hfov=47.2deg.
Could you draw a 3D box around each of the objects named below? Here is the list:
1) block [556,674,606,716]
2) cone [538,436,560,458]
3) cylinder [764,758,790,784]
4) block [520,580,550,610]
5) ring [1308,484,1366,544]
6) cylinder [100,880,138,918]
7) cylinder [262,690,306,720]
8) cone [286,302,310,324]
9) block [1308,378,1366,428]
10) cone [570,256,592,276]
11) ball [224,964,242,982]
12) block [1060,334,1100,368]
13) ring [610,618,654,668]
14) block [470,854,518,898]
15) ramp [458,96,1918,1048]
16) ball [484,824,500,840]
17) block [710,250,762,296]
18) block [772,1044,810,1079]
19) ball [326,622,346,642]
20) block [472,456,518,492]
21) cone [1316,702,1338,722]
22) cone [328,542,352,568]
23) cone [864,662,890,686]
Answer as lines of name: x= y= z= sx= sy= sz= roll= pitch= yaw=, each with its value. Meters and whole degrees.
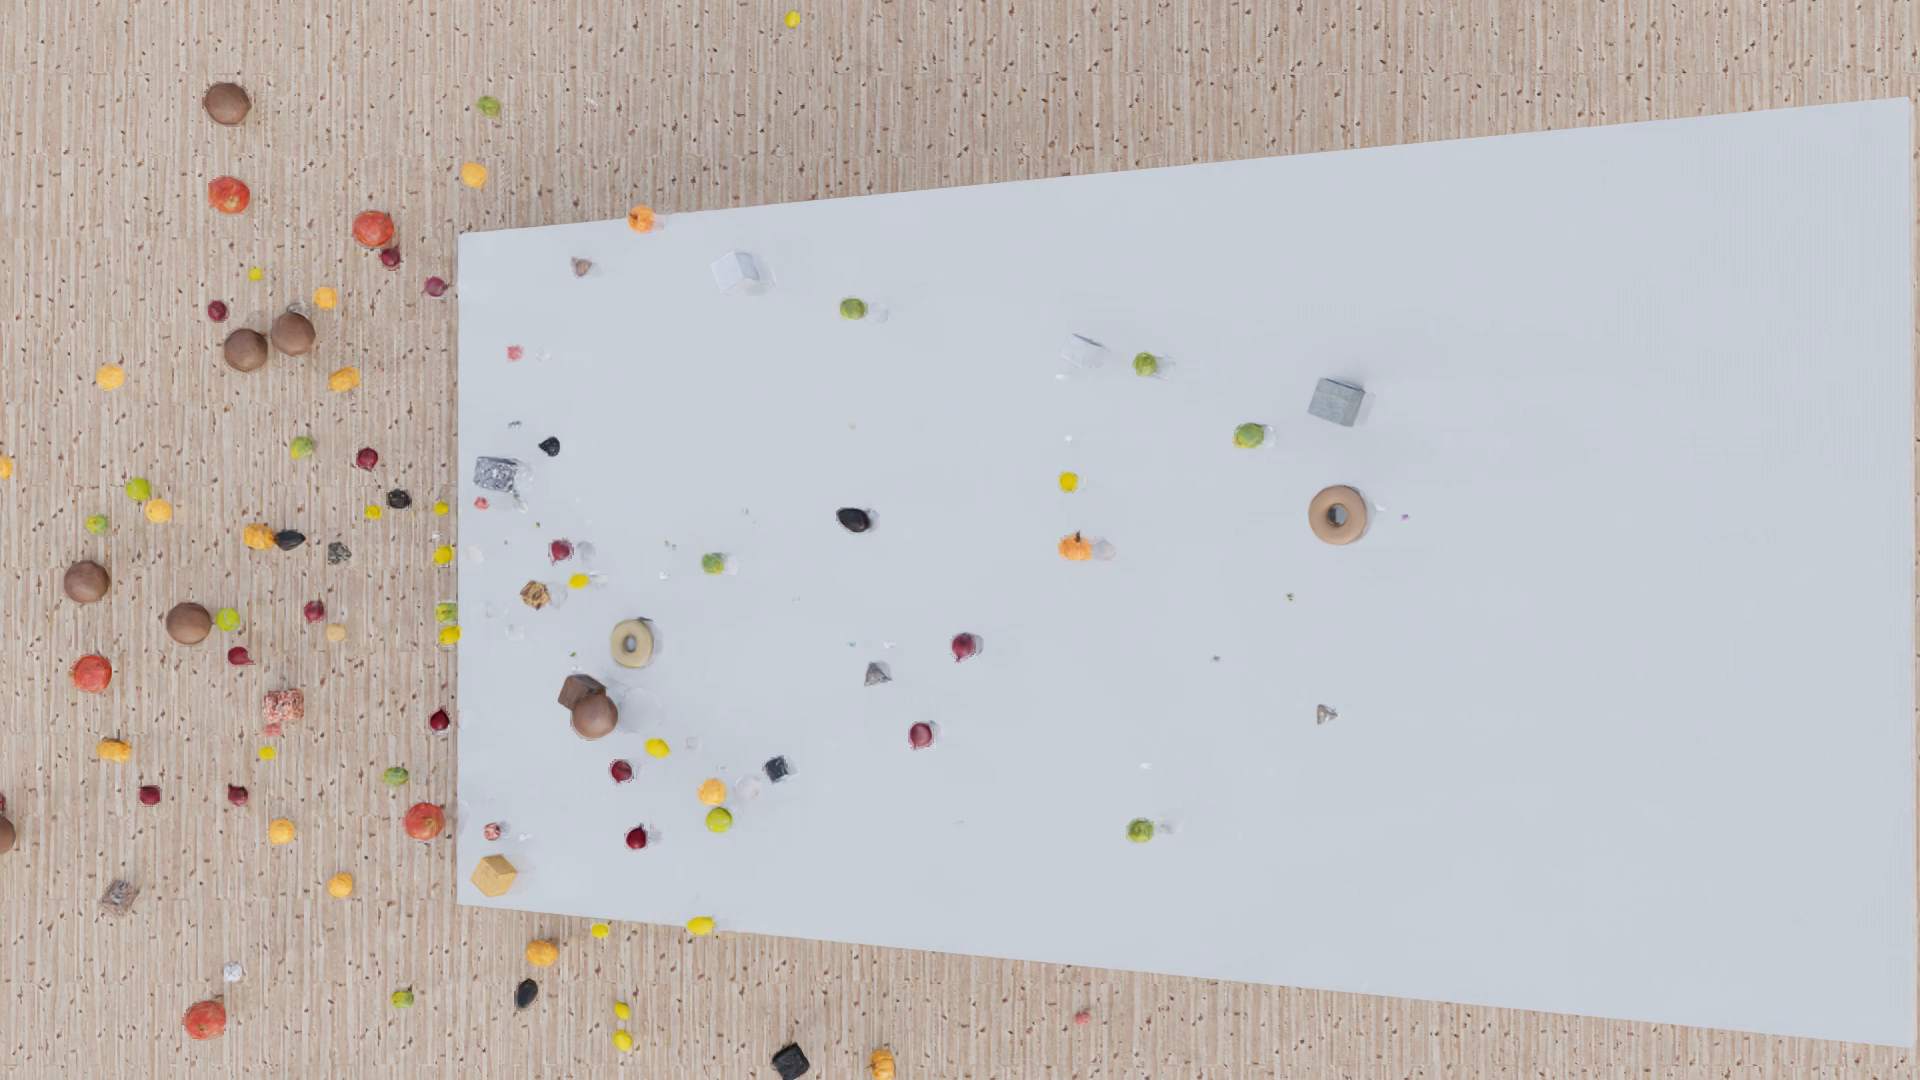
block: x=-1.079 y=0.441 z=6.280 sx=0.085 sy=0.085 sz=0.085 roll=30 pitch=104 yaw=26
cone: x=-1.203 y=-0.271 z=6.369 sx=0.062 sy=0.062 sz=0.062 roll=0 pitch=89 yaw=29
cylinder: x=-0.498 y=0.626 z=5.971 sx=0.053 sy=0.053 sz=0.053 roll=-26 pitch=74 yaw=0
block: x=-1.230 y=0.159 z=6.369 sx=0.055 sy=0.055 sz=0.055 roll=21 pitch=55 yaw=24
ring: x=0.895 y=-0.060 z=5.210 sx=0.144 sy=0.048 sz=0.144 roll=0 pitch=90 yaw=28
cylinder: x=-2.512 y=1.071 z=6.571 sx=0.080 sy=0.080 sz=0.080 roll=20 pitch=53 yaw=0
cylinder: x=-2.029 y=0.496 z=6.598 sx=0.091 sy=0.091 sz=0.091 roll=-1 pitch=89 yaw=15
cone: x=-2.007 y=-0.688 z=6.625 sx=0.072 sy=0.072 sz=0.072 roll=0 pitch=89 yaw=0
block: x=0.889 y=-0.325 z=5.192 sx=0.088 sy=0.088 sz=0.088 roll=24 pitch=101 yaw=27
cone: x=-1.100 y=-0.798 z=6.319 sx=0.060 sy=0.060 sz=0.060 roll=39 pitch=90 yaw=21
ball: x=-2.187 y=1.301 z=6.614 sx=0.054 sy=0.054 sz=0.054 roll=0 pitch=89 yaw=0
block: x=0.302 y=-0.476 z=5.536 sx=0.060 sy=0.060 sz=0.060 roll=32 pitch=105 yaw=25
ring: x=-0.930 y=0.292 z=6.220 sx=0.145 sy=0.048 sz=0.145 roll=0 pitch=91 yaw=28
block: x=-1.363 y=0.982 z=6.433 sx=0.083 sy=0.083 sz=0.083 roll=39 pitch=107 yaw=24
ramp: x=0.273 y=0.076 z=5.638 sx=4.000 sy=0.100 sz=2.000 roll=0 pitch=89 yaw=29
ball: x=-1.374 y=0.857 z=6.460 sx=0.050 sy=0.050 sz=0.050 roll=0 pitch=89 yaw=0
block: x=-0.616 y=-0.733 z=6.034 sx=0.085 sy=0.085 sz=0.085 roll=-27 pitch=77 yaw=26
block: x=-0.507 y=1.571 z=6.599 sx=0.079 sy=0.079 sz=0.079 roll=-32 pitch=90 yaw=0
ball: x=-1.879 y=0.279 z=6.620 sx=0.061 sy=0.061 sz=0.061 roll=0 pitch=89 yaw=0
block: x=-1.363 y=-0.193 z=6.445 sx=0.083 sy=0.083 sz=0.083 roll=17 pitch=98 yaw=28
cone: x=0.878 y=0.416 z=5.227 sx=0.052 sy=0.052 sz=0.052 roll=15 pitch=89 yaw=21
cone: x=-1.889 y=0.058 z=6.637 sx=0.073 sy=0.073 sz=0.073 roll=41 pitch=116 yaw=0
cone: x=-0.214 y=0.363 z=5.831 sx=0.067 sy=0.067 sz=0.067 roll=15 pitch=89 yaw=2
